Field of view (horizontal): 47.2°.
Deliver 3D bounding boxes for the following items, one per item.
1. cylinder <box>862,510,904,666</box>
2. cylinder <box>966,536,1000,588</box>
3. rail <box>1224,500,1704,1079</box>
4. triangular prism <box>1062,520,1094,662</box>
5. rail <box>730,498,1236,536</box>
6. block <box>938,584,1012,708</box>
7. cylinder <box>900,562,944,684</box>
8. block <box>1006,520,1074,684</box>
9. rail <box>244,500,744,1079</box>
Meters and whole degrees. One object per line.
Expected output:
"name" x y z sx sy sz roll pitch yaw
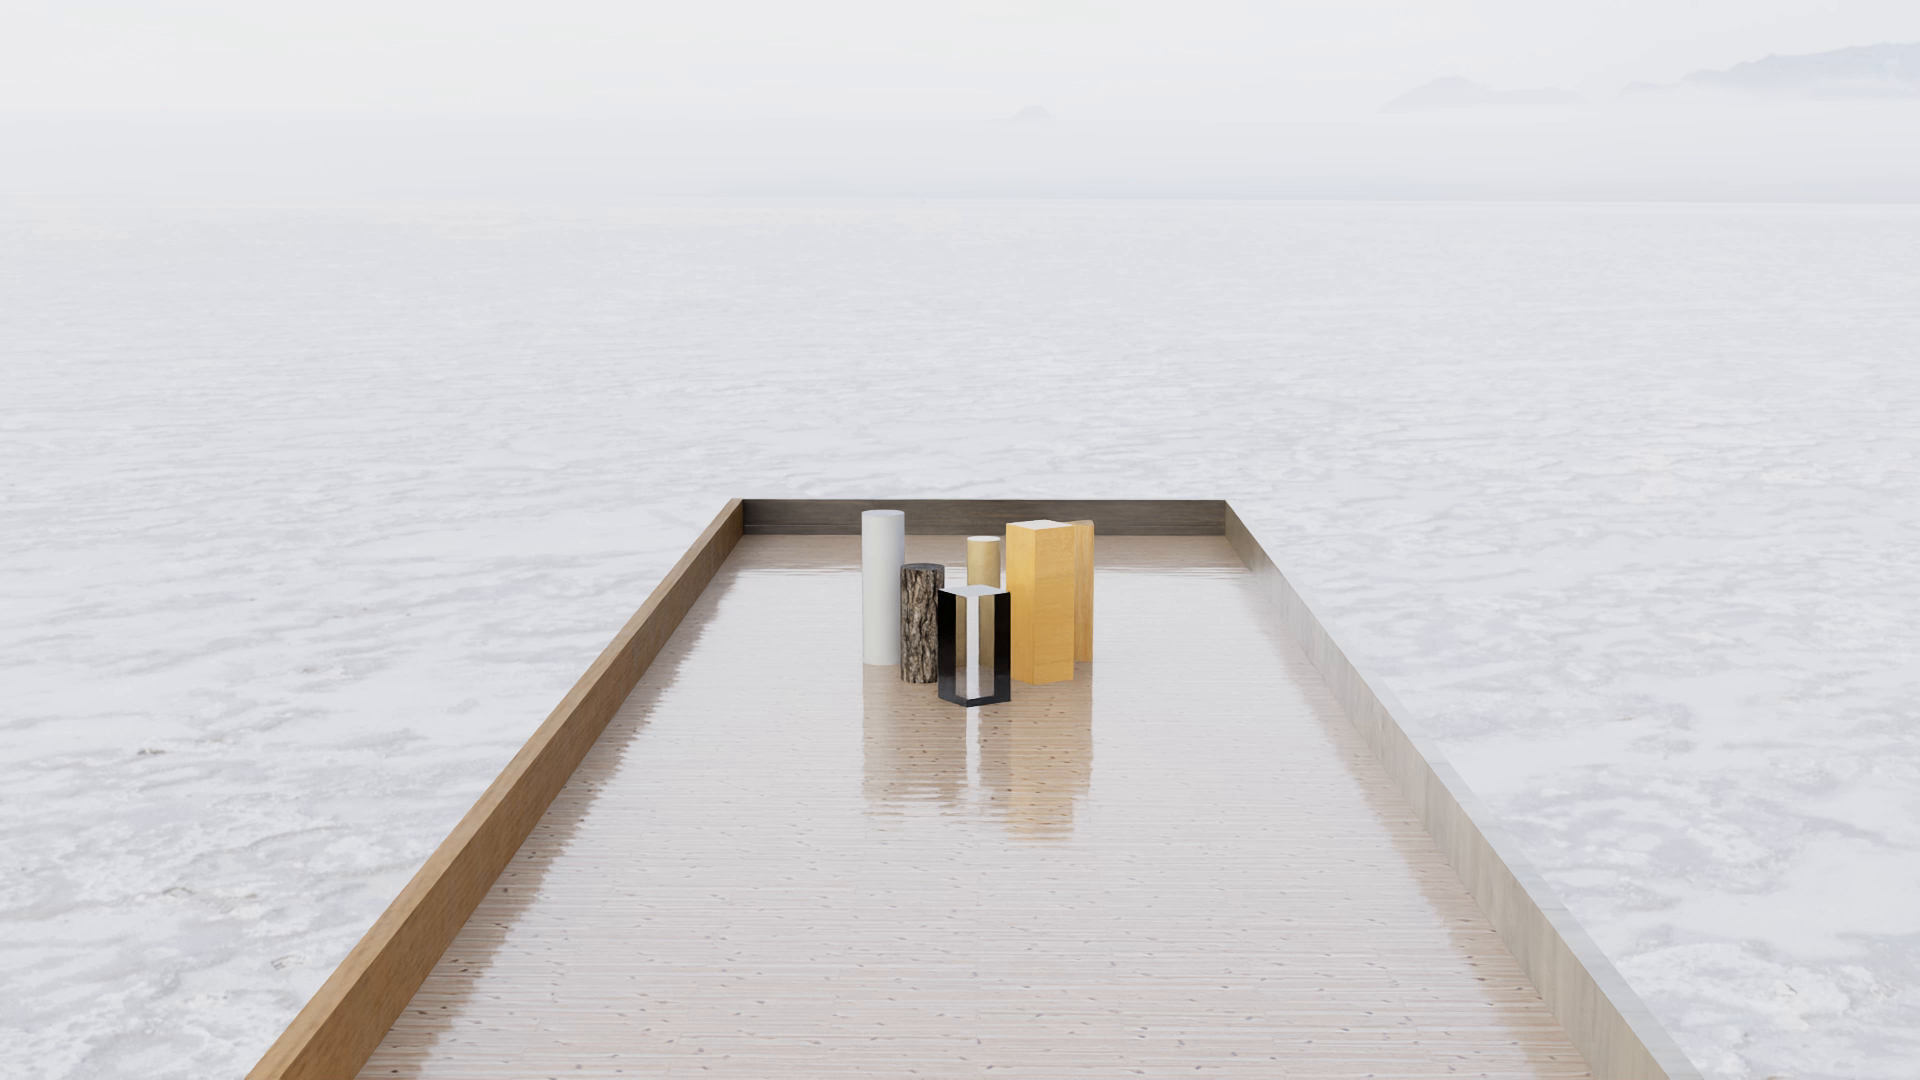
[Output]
"cylinder" -0.231 0.143 6.654 0.129 0.455 0.129 0 9 0
"cylinder" 0.072 0.181 6.667 0.103 0.375 0.103 0 9 0
"rail" 1.046 0.843 3.208 0.050 0.150 12.000 0 9 1
"triangular prism" 0.374 0.152 6.713 0.119 0.418 0.103 5 10 29
"rail" 0.099 -0.098 9.147 2.100 0.150 0.050 0 9 1
"block" 0.040 0.295 6.157 0.147 0.311 0.147 -6 11 -33
"cylinder" -0.109 0.242 6.418 0.129 0.333 0.129 0 9 0
"block" 0.233 0.180 6.422 0.142 0.455 0.142 -6 11 -34
"rail" -1.004 0.839 3.234 0.050 0.150 12.000 0 9 1
